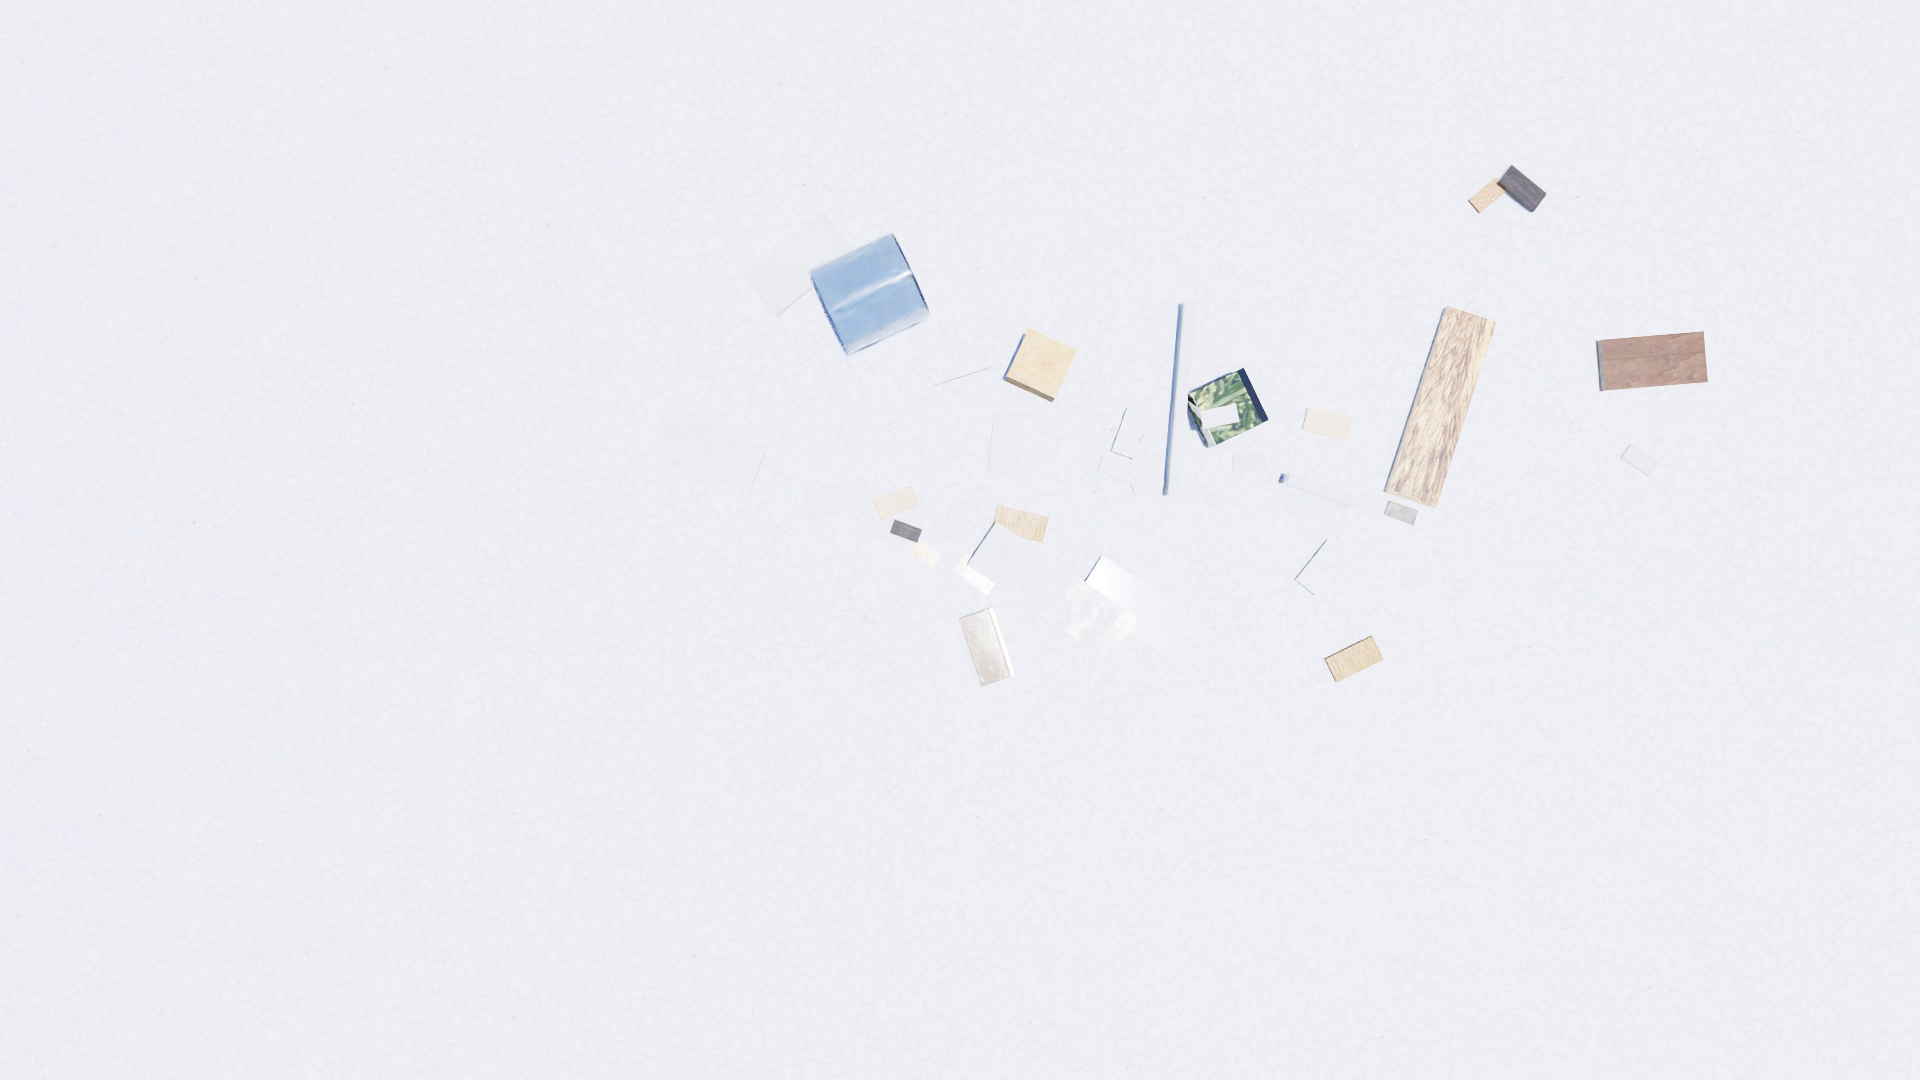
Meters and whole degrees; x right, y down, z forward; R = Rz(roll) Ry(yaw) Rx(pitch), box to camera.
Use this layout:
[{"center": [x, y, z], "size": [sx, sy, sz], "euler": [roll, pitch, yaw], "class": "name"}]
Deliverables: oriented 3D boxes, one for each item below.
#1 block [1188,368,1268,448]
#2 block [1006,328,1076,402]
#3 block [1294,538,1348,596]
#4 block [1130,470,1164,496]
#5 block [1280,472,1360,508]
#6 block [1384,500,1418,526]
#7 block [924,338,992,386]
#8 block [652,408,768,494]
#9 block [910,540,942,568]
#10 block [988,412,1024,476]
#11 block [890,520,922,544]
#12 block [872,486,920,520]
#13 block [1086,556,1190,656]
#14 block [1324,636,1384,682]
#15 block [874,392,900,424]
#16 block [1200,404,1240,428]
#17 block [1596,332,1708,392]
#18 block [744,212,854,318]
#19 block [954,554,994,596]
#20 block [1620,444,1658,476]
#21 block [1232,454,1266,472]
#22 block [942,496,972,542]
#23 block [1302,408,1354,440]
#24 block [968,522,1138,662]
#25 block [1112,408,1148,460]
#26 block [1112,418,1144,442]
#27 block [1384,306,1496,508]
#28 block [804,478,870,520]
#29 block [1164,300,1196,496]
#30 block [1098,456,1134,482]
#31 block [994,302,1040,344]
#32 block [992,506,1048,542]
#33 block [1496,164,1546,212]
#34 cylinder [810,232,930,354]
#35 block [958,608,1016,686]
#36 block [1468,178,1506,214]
[{"center": [0.870, -0.431, 5.406], "size": [0.188, 0.188, 0.188], "euler": [-26, 90, 0], "class": "block"}, {"center": [0.265, -0.572, 5.414], "size": [0.172, 0.172, 0.172], "euler": [25, 90, 0], "class": "block"}, {"center": [1.203, 0.091, 5.488], "size": [0.087, 0.025, 0.174], "euler": [39, 90, 0], "class": "block"}, {"center": [0.623, -0.187, 5.493], "size": [0.103, 0.015, 0.051], "euler": [-21, 90, 0], "class": "block"}, {"center": [1.186, -0.164, 5.441], "size": [0.238, 0.119, 0.034], "euler": [20, 90, 0], "class": "block"}, {"center": [1.468, -0.091, 5.493], "size": [0.103, 0.015, 0.051], "euler": [20, 90, 0], "class": "block"}, {"center": [-0.008, -0.592, 5.486], "size": [0.203, 0.029, 0.101], "euler": [-18, 90, 0], "class": "block"}, {"center": [-0.831, -0.295, 5.476], "size": [0.344, 0.049, 0.172], "euler": [21, 90, 0], "class": "block"}, {"center": [-0.114, 0.043, 5.493], "size": [0.099, 0.014, 0.050], "euler": [38, 90, 0], "class": "block"}, {"center": [0.154, -0.319, 5.486], "size": [0.101, 0.029, 0.203], "euler": [6, 90, 0], "class": "block"}, {"center": [-0.179, -0.029, 5.485], "size": [0.099, 0.014, 0.050], "euler": [20, 88, 8], "class": "block"}, {"center": [-0.212, -0.123, 5.490], "size": [0.141, 0.020, 0.071], "euler": [-21, 90, 0], "class": "block"}, {"center": [0.570, 0.217, 5.476], "size": [0.344, 0.049, 0.172], "euler": [32, 90, 0], "class": "block"}, {"center": [1.311, 0.396, 5.488], "size": [0.174, 0.025, 0.087], "euler": [-26, 90, 0], "class": "block"}, {"center": [-0.244, -0.438, 5.493], "size": [0.050, 0.014, 0.099], "euler": [-30, 90, 0], "class": "block"}, {"center": [0.834, -0.397, 5.304], "size": [0.116, 0.016, 0.058], "euler": [-12, 90, 0], "class": "block"}, {"center": [2.297, -0.592, 5.476], "size": [0.338, 0.048, 0.169], "euler": [-5, 90, 0], "class": "block"}, {"center": [-0.532, -0.915, 5.476], "size": [0.338, 0.048, 0.169], "euler": [-40, 90, 0], "class": "block"}, {"center": [0.054, 0.113, 5.490], "size": [0.141, 0.020, 0.071], "euler": [37, 90, 0], "class": "block"}, {"center": [2.263, -0.266, 5.492], "size": [0.110, 0.016, 0.055], "euler": [35, 90, 0], "class": "block"}, {"center": [0.965, -0.256, 5.492], "size": [0.110, 0.016, 0.055], "euler": [1, 90, 0], "class": "block"}, {"center": [-0.009, -0.067, 5.490], "size": [0.071, 0.020, 0.141], "euler": [14, 90, 0], "class": "block"}, {"center": [1.223, -0.386, 5.489], "size": [0.154, 0.022, 0.077], "euler": [13, 90, 0], "class": "block"}, {"center": [0.305, 0.169, 5.433], "size": [0.562, 0.049, 0.172], "euler": [34, 92, 4], "class": "block"}, {"center": [0.565, -0.354, 5.475], "size": [0.077, 0.022, 0.154], "euler": [20, 90, 0], "class": "block"}, {"center": [0.559, -0.356, 5.493], "size": [0.103, 0.015, 0.051], "euler": [36, 90, 0], "class": "block"}, {"center": [1.594, -0.440, 5.476], "size": [0.169, 0.048, 0.647], "euler": [18, 90, 0], "class": "block"}, {"center": [-0.409, -0.136, 5.486], "size": [0.202, 0.029, 0.101], "euler": [-12, 90, 0], "class": "block"}, {"center": [0.727, -0.465, 5.441], "size": [0.034, 0.119, 0.641], "euler": [5, 90, 0], "class": "block"}, {"center": [0.518, -0.237, 5.492], "size": [0.110, 0.016, 0.055], "euler": [20, 90, 0], "class": "block"}, {"center": [0.187, -0.722, 5.492], "size": [0.153, 0.016, 0.058], "euler": [-40, 90, 0], "class": "block"}, {"center": [0.200, -0.054, 5.488], "size": [0.174, 0.025, 0.087], "euler": [14, 90, 0], "class": "block"}, {"center": [1.866, -1.168, 5.480], "size": [0.154, 0.022, 0.077], "euler": [39, 80, -2], "class": "block"}, {"center": [-0.292, -0.801, 5.352], "size": [0.296, 0.296, 0.296], "euler": [-25, 90, 0], "class": "cylinder"}, {"center": [0.090, 0.355, 5.483], "size": [0.119, 0.034, 0.238], "euler": [-18, 90, 0], "class": "block"}, {"center": [1.756, -1.146, 5.492], "size": [0.116, 0.016, 0.058], "euler": [-40, 90, 0], "class": "block"}]
